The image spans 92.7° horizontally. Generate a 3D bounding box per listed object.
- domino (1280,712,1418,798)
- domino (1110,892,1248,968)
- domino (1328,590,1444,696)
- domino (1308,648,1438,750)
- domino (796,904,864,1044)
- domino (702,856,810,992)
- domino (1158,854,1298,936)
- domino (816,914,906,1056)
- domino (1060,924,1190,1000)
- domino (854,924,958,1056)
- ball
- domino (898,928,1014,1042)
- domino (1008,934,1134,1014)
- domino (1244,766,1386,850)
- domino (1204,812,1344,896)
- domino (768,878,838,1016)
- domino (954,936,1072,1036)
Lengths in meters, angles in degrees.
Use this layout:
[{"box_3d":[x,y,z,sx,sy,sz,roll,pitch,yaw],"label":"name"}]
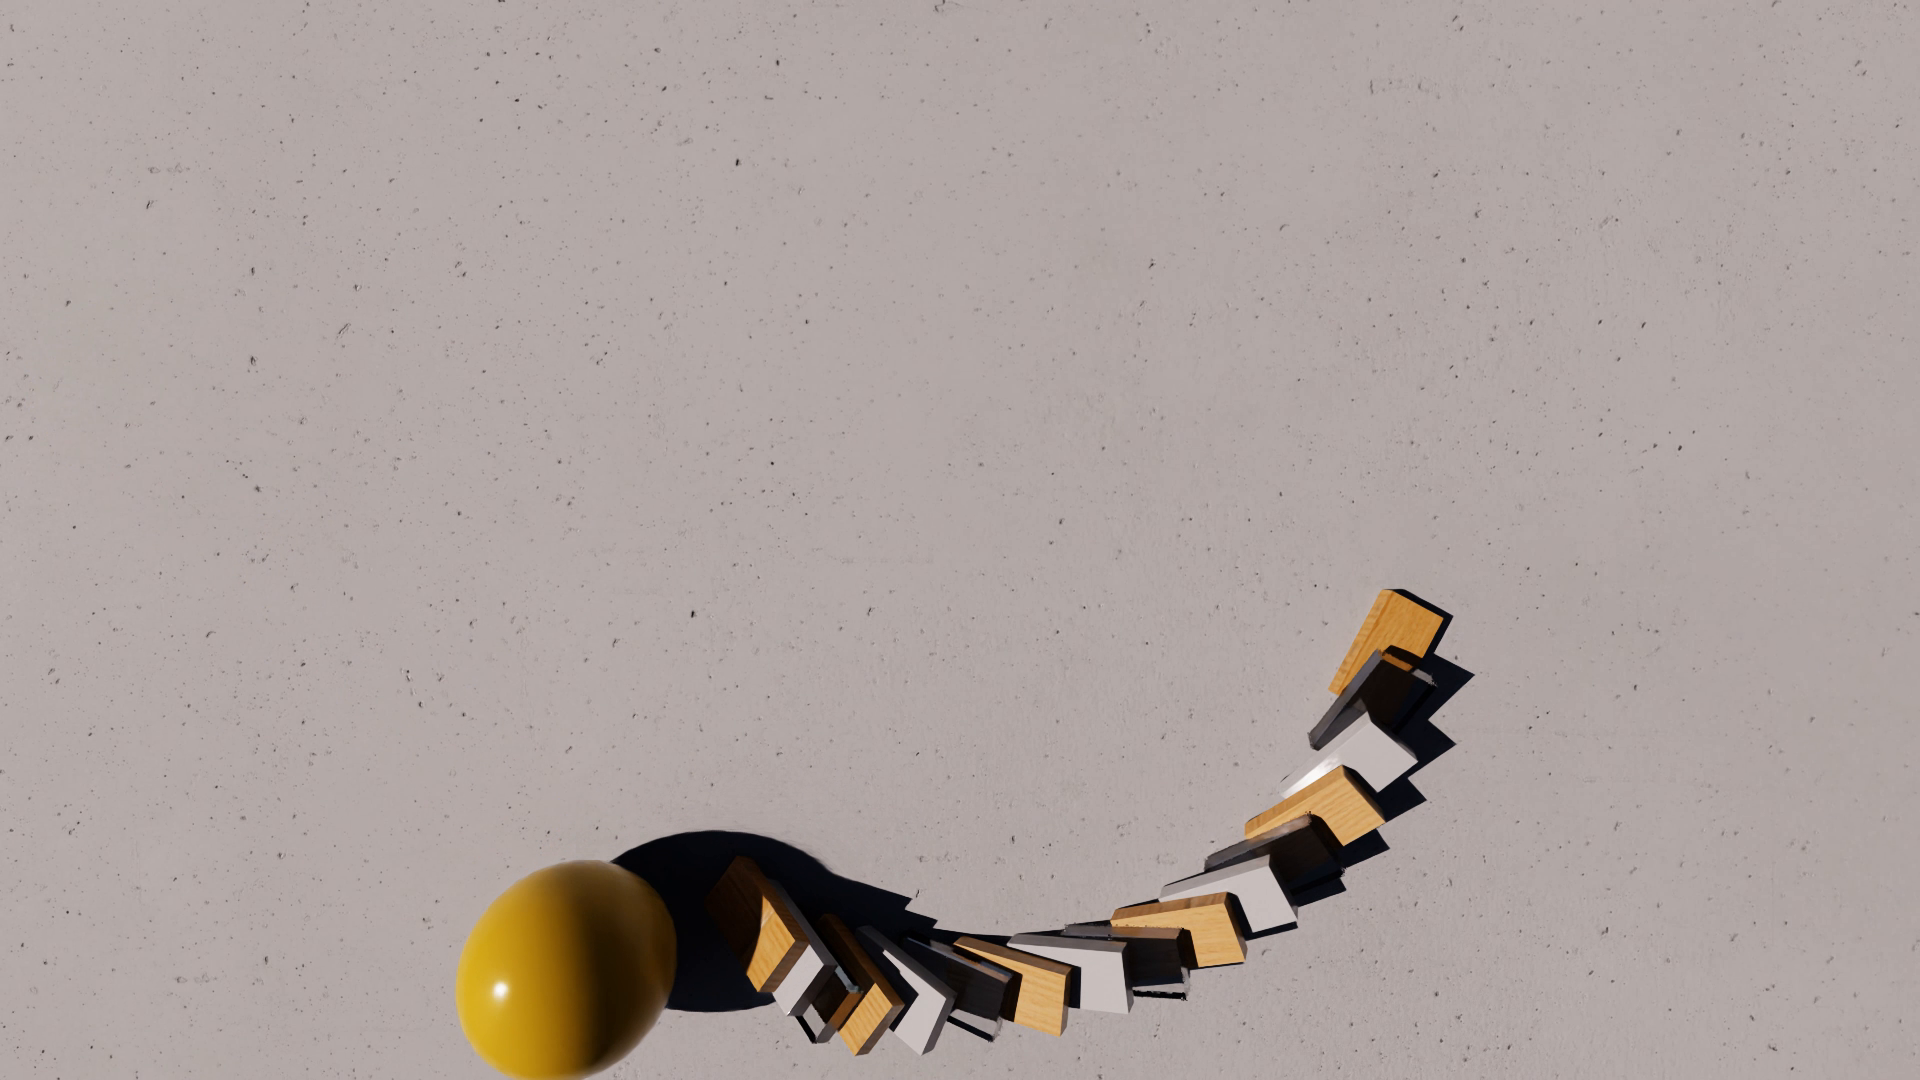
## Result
[{"box_3d":[0.163,0.098,0.386,0.025,0.010,0.050,40,113,0],"label":"domino"},{"box_3d":[0.092,0.166,0.385,0.050,0.009,0.025,-20,90,25],"label":"domino"},{"box_3d":[0.183,0.049,0.395,0.025,0.010,0.050,28,90,0],"label":"domino"},{"box_3d":[0.173,0.073,0.386,0.025,0.010,0.050,27,114,0],"label":"domino"},{"box_3d":[-0.064,0.179,0.380,0.050,0.010,0.025,36,90,40],"label":"domino"},{"box_3d":[-0.085,0.158,0.380,0.050,0.009,0.025,36,90,40],"label":"domino"},{"box_3d":[0.112,0.153,0.385,0.050,0.010,0.025,-28,90,24],"label":"domino"},{"box_3d":[-0.048,0.184,0.381,0.050,0.009,0.025,37,91,37],"label":"domino"},{"box_3d":[0.069,0.177,0.385,0.050,0.010,0.025,-9,90,25],"label":"domino"},{"box_3d":[-0.027,0.187,0.383,0.050,0.009,0.025,24,90,33],"label":"domino"},{"box_3d":[-0.152,0.168,0.360,0.080,0.080,0.080,0,90,0],"label":"ball"},{"box_3d":[-0.005,0.187,0.386,0.050,0.009,0.025,13,90,24],"label":"domino"},{"box_3d":[0.046,0.182,0.385,0.050,0.009,0.025,-7,90,25],"label":"domino"},{"box_3d":[0.148,0.119,0.386,0.050,0.009,0.025,-42,90,24],"label":"domino"},{"box_3d":[0.131,0.137,0.385,0.050,0.009,0.025,-35,90,24],"label":"domino"},{"box_3d":[-0.074,0.168,0.380,0.050,0.009,0.025,36,90,40],"label":"domino"},{"box_3d":[0.021,0.187,0.385,0.050,0.009,0.025,5,90,24],"label":"domino"}]
